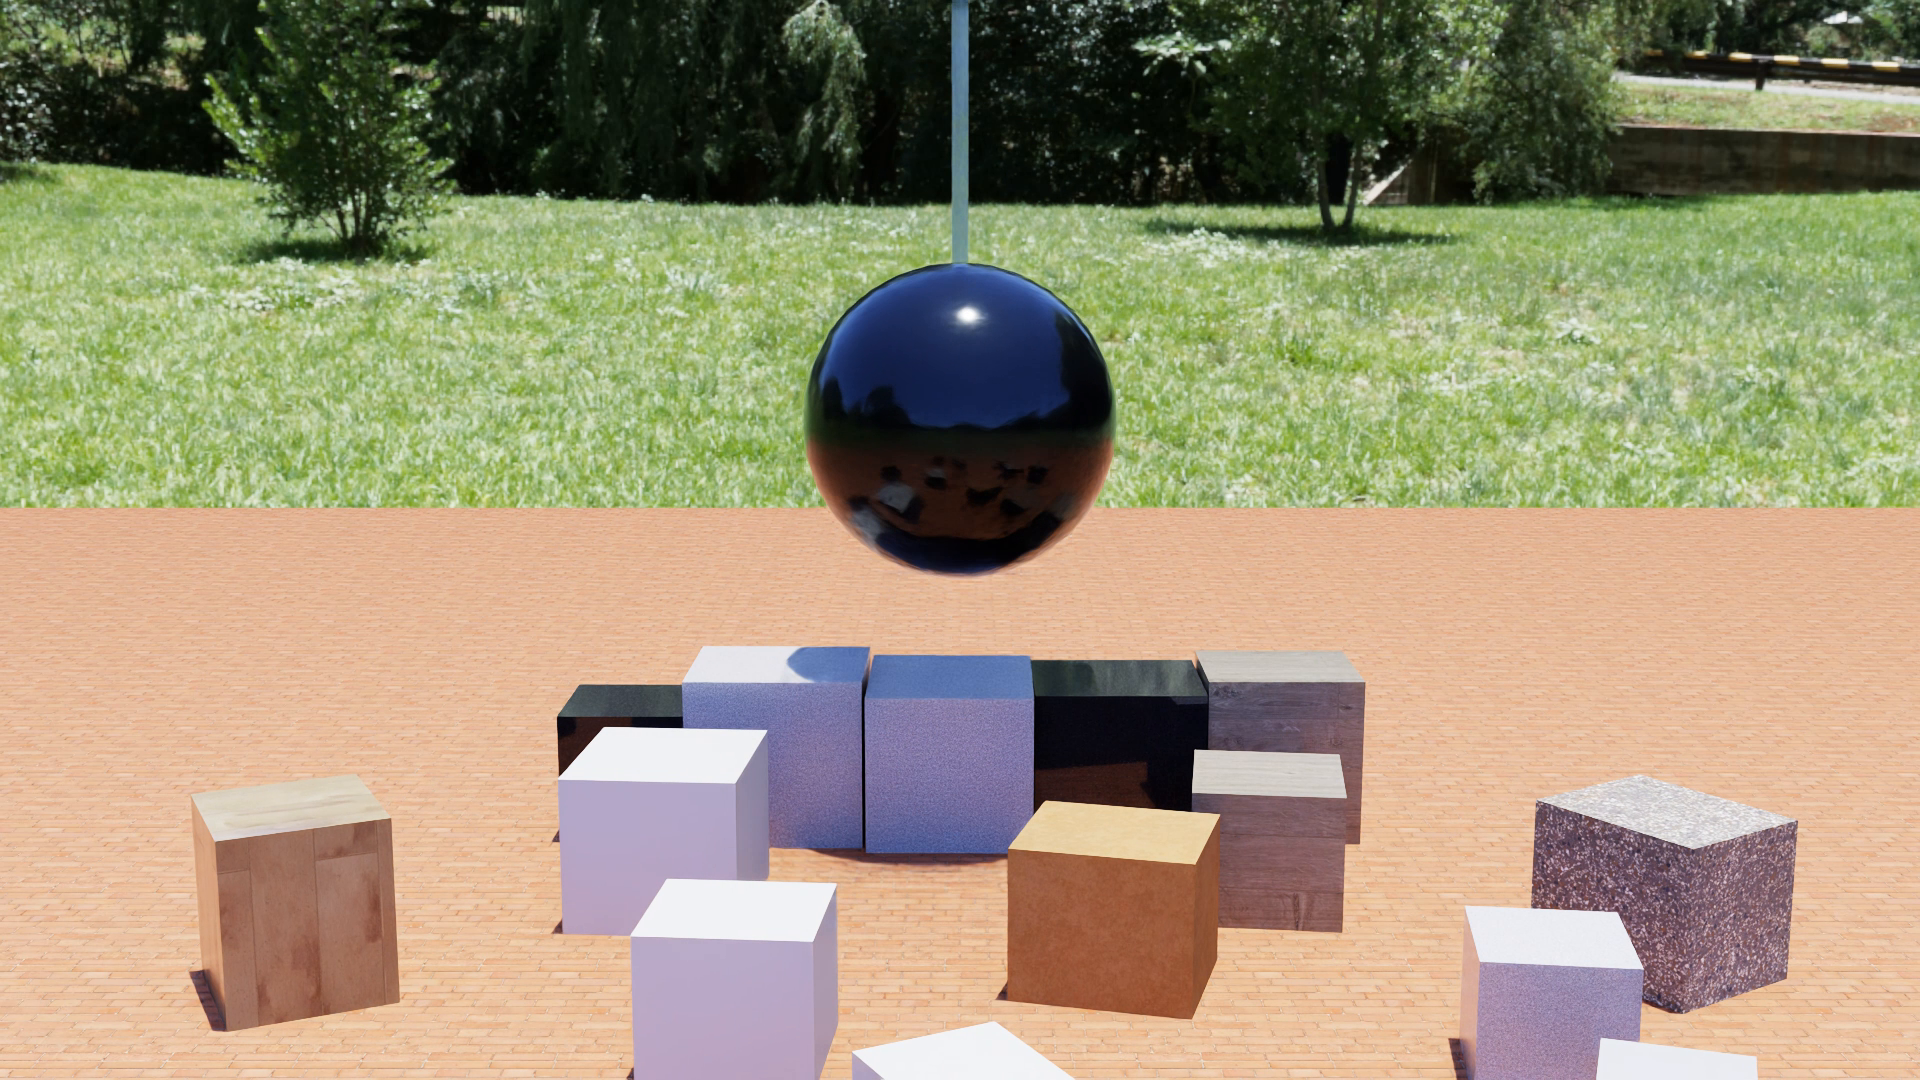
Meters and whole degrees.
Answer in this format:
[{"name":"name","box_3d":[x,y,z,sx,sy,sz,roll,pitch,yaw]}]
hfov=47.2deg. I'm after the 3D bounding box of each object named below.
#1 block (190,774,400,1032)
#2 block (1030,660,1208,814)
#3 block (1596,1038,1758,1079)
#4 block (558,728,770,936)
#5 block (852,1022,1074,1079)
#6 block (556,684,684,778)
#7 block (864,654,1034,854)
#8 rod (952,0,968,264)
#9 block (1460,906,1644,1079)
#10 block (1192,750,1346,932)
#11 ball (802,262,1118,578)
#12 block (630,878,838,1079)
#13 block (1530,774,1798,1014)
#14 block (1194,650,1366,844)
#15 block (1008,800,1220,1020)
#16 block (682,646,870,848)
[{"name":"block","box_3d":[-2.774,1.489,9.162,0.686,0.793,0.709,-5,11,-26]},{"name":"block","box_3d":[0.803,1.091,11.381,0.858,0.781,0.777,0,10,0]},{"name":"block","box_3d":[2.357,1.998,7.272,0.503,0.467,0.520,3,11,18]},{"name":"block","box_3d":[-1.351,1.339,10.190,0.793,0.720,0.882,1,10,4]},{"name":"block","box_3d":[0.026,1.971,6.893,0.517,0.656,0.601,-5,12,-27]},{"name":"block","box_3d":[-1.701,1.149,11.406,0.639,0.658,0.664,0,10,0]},{"name":"block","box_3d":[-0.048,1.089,11.359,0.835,0.793,0.934,0,10,1]},{"name":"rod","box_3d":[0.000,-3.940,10.501,0.080,5.200,0.080,0,11,0]},{"name":"block","box_3d":[2.224,1.763,8.327,0.580,0.552,0.601,1,10,7]},{"name":"block","box_3d":[1.420,1.384,10.201,0.684,0.627,0.710,1,10,7]},{"name":"ball","box_3d":[0.000,-0.604,11.156,1.600,1.600,1.600,0,10,0]},{"name":"block","box_3d":[-0.857,1.710,8.505,0.685,0.593,0.644,1,10,5]},{"name":"block","box_3d":[2.997,1.491,9.409,0.682,0.700,0.816,-7,12,-34]},{"name":"block","box_3d":[1.631,1.062,11.368,0.779,0.844,0.686,0,10,0]},{"name":"block","box_3d":[0.656,1.540,9.259,0.770,0.656,0.684,3,11,15]},{"name":"block","box_3d":[-0.926,1.057,11.362,0.890,0.856,0.788,0,10,1]}]
